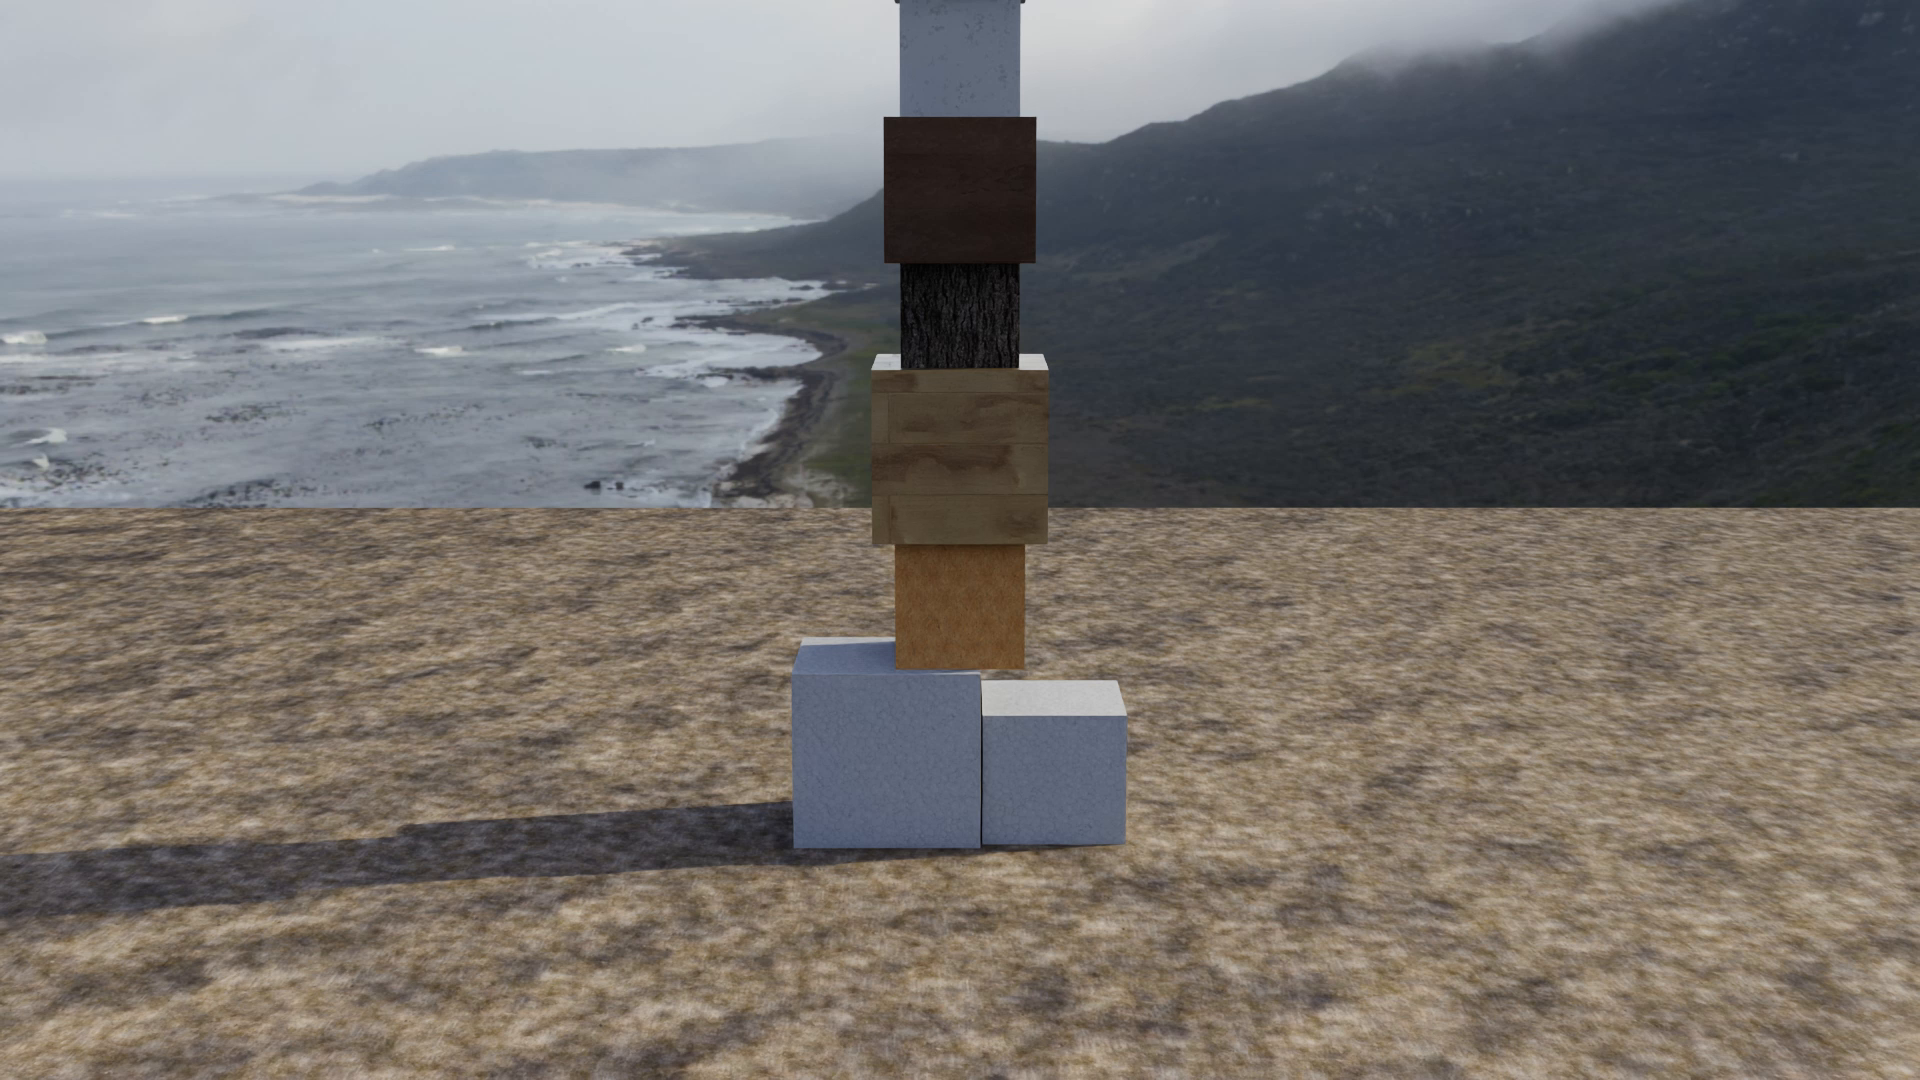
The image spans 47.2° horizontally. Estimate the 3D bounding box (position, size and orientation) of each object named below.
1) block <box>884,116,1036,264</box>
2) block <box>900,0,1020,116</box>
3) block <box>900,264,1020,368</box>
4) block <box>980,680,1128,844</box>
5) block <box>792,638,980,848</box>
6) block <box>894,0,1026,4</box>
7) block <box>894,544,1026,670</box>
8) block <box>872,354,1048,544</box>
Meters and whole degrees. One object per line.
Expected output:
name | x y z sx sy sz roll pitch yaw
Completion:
block | 0.000 -1.738 10.871 0.724 0.689 0.835 0 10 0
block | 0.000 -2.350 10.742 0.577 0.563 0.488 0 10 0
block | 0.000 -1.143 10.957 0.578 0.512 0.571 0 10 0
block | 0.474 1.142 11.407 0.723 0.671 0.727 0 10 0
block | -0.367 1.033 11.373 0.938 0.898 0.823 0 10 0
block | 0.000 -2.931 10.653 0.643 0.612 0.621 0 10 0
block | 0.000 0.268 11.243 0.645 0.654 0.634 0 10 0
block | 0.000 -0.472 11.093 0.859 0.856 0.813 0 10 0
